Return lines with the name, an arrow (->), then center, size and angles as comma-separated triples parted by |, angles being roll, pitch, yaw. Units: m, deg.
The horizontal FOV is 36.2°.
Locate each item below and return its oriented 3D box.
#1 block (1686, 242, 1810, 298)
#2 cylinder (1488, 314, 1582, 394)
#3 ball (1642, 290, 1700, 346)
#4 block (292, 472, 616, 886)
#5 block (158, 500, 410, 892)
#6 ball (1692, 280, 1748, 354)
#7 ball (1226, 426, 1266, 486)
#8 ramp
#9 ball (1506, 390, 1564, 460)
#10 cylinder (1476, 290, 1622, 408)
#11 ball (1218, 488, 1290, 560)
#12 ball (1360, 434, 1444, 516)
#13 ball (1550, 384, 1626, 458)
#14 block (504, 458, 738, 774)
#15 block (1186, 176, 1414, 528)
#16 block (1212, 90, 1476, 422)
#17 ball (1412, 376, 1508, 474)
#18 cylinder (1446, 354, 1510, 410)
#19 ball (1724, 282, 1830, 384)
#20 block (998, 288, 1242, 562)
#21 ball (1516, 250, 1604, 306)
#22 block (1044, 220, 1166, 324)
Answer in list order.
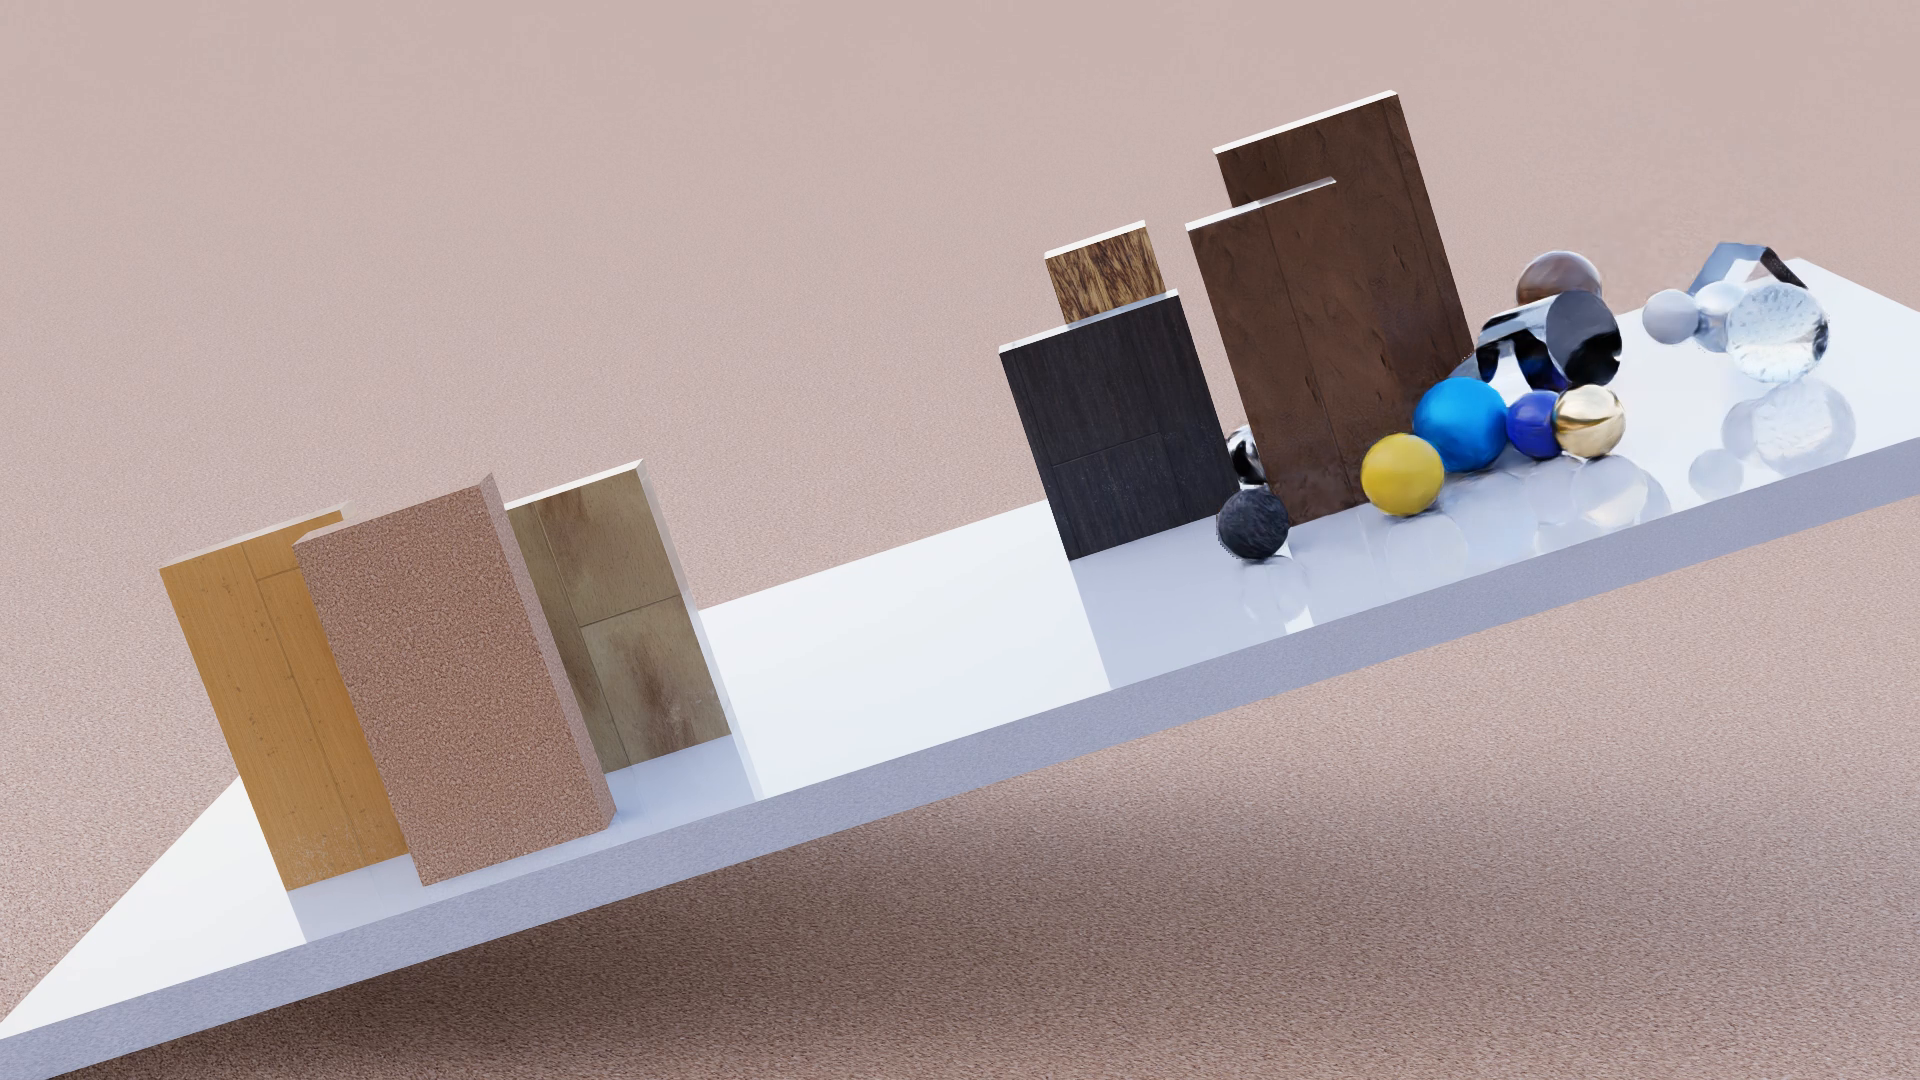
block -> 1.674, -0.524, 6.268 | 0.152, 0.152, 0.152 | 38, -9, -27
cylinder -> 1.241, -0.384, 6.402 | 0.193, 0.193, 0.193 | 5, 19, 22
ball -> 1.447, -0.454, 5.987 | 0.113, 0.113, 0.113 | 0, 12, 0
block -> -0.948, 0.264, 5.546 | 0.372, 0.695, 0.124 | -18, 11, 6
block -> -1.278, 0.312, 5.868 | 0.385, 0.697, 0.105 | -18, 11, 6
ball -> 1.569, -0.457, 6.039 | 0.149, 0.149, 0.149 | 0, 12, 0
ball -> 0.656, -0.190, 6.574 | 0.137, 0.137, 0.137 | 0, 12, 0
ramp -> 0.105, 0.181, 6.307 | 4.000, 0.100, 2.000 | -18, 11, 6
ball -> 1.167, -0.233, 5.911 | 0.140, 0.140, 0.140 | 0, 12, 0
cylinder -> 1.200, -0.387, 5.992 | 0.207, 0.207, 0.207 | -8, -5, -32
ball -> 0.588, -0.032, 5.890 | 0.143, 0.143, 0.143 | 0, 12, 0
ball -> 0.876, -0.129, 5.825 | 0.164, 0.164, 0.164 | 0, 12, 0
ball -> 1.235, -0.235, 5.784 | 0.148, 0.148, 0.148 | 0, 12, 0
block -> -0.734, 0.173, 5.964 | 0.386, 0.575, 0.103 | -18, 11, 6
block -> 0.716, -0.386, 6.075 | 0.315, 0.651, 0.135 | -18, 11, 6
block -> 0.890, -0.608, 6.702 | 0.423, 0.722, 0.148 | -18, 11, 6
ball -> 1.023, -0.234, 5.999 | 0.197, 0.197, 0.197 | 0, 12, 0
cylinder -> 1.128, -0.311, 6.187 | 0.153, 0.153, 0.153 | -29, -16, -9
ball -> 1.625, -0.412, 5.856 | 0.203, 0.203, 0.203 | 0, 12, 0
block -> 0.357, -0.252, 6.466 | 0.409, 0.487, 0.110 | -18, 11, 6
ball -> 1.277, -0.526, 6.263 | 0.181, 0.181, 0.181 | 0, 12, 0
block -> 0.412, -0.431, 6.983 | 0.247, 0.595, 0.145 | -18, 11, 6
